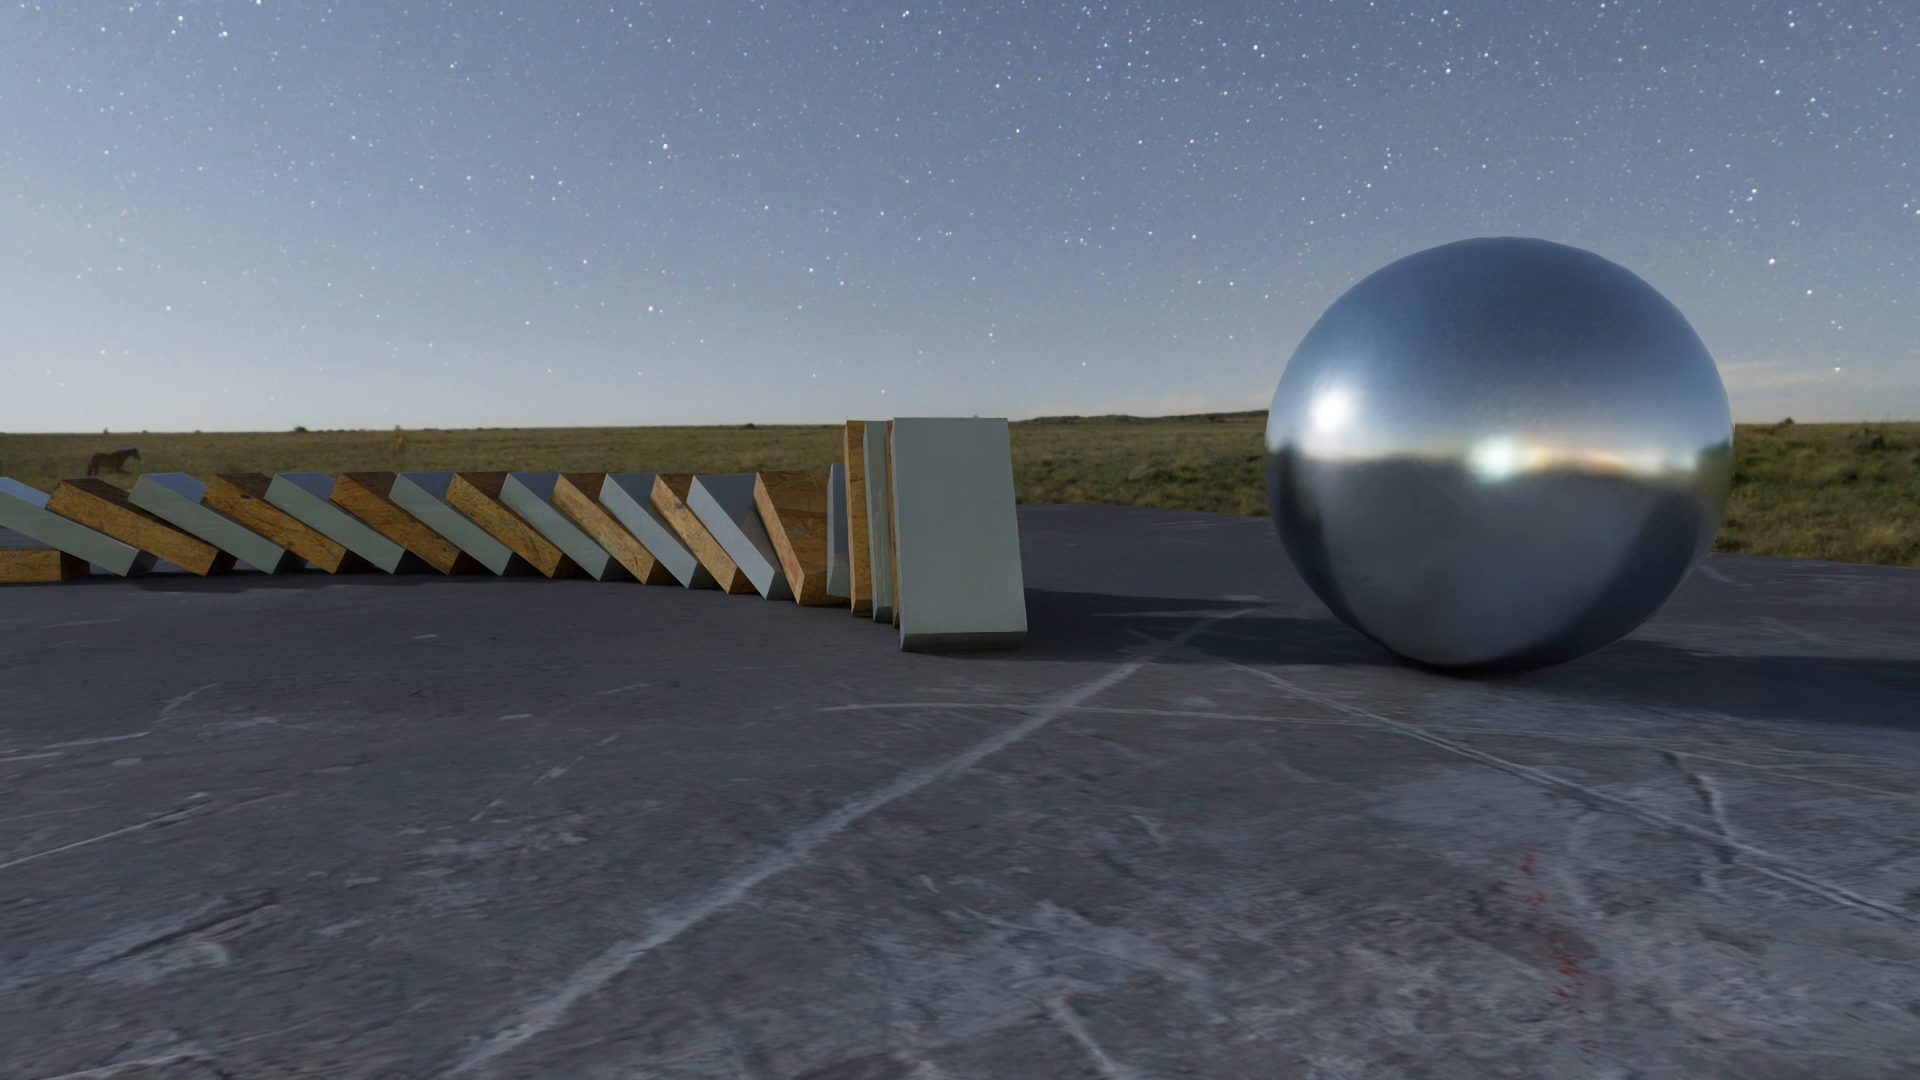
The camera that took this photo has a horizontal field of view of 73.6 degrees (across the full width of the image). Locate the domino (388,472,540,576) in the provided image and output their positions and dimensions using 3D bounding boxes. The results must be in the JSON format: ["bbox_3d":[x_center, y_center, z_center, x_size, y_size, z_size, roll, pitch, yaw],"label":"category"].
[{"bbox_3d":[-0.162,-0.006,0.427,0.050,0.009,0.025,32,13,13],"label":"domino"}]

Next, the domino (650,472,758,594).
[{"bbox_3d":[-0.070,-0.003,0.385,0.025,0.010,0.050,-4,36,-43],"label":"domino"}]

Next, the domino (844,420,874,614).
[{"bbox_3d":[-0.016,-0.006,0.326,0.025,0.050,0.009,0,-25,-11],"label":"domino"}]

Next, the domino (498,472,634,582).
[{"bbox_3d":[-0.123,-0.005,0.416,0.050,0.009,0.025,35,19,22],"label":"domino"}]

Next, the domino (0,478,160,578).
[{"bbox_3d":[-0.285,-0.004,0.409,0.050,0.010,0.025,27,-4,-15],"label":"domino"}]

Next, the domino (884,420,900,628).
[{"bbox_3d":[-0.004,-0.004,0.305,0.025,0.050,0.009,-1,-25,-8],"label":"domino"}]

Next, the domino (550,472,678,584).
[{"bbox_3d":[-0.104,-0.005,0.407,0.050,0.009,0.025,37,23,27],"label":"domino"}]

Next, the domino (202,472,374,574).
[{"bbox_3d":[-0.223,-0.006,0.430,0.050,0.009,0.025,29,5,1],"label":"domino"}]

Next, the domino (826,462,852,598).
[{"bbox_3d":[-0.023,-0.002,0.348,0.025,0.009,0.050,9,33,-12],"label":"domino"}]

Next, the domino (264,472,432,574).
[{"bbox_3d":[-0.203,-0.006,0.430,0.050,0.010,0.025,30,7,3],"label":"domino"}]

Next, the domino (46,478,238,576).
[{"bbox_3d":[-0.264,-0.004,0.418,0.050,0.010,0.025,27,-2,-12],"label":"domino"}]

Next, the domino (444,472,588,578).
[{"bbox_3d":[-0.142,-0.006,0.422,0.050,0.009,0.025,33,16,18],"label":"domino"}]

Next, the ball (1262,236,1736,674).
[{"bbox_3d":[0.097,-0.015,0.238,0.080,0.080,0.080,0,4,0],"label":"ball"}]

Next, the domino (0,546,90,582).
[{"bbox_3d":[-0.306,0.008,0.403,0.050,0.009,0.025,-1,4,-17],"label":"domino"}]

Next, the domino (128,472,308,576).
[{"bbox_3d":[-0.243,-0.006,0.425,0.050,0.009,0.025,29,2,-6],"label":"domino"}]

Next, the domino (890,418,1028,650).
[{"bbox_3d":[-0.001,-0.002,0.273,0.025,0.050,0.009,-1,-25,-8],"label":"domino"}]

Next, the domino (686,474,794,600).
[{"bbox_3d":[-0.056,-0.002,0.371,0.025,0.009,0.050,-4,36,-41],"label":"domino"}]

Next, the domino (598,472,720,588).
[{"bbox_3d":[-0.087,-0.004,0.397,0.050,0.010,0.025,39,26,31],"label":"domino"}]

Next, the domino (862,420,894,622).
[{"bbox_3d":[-0.010,-0.005,0.316,0.025,0.050,0.010,-1,-25,-10],"label":"domino"}]

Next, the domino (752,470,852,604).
[{"bbox_3d":[-0.039,-0.002,0.358,0.025,0.010,0.050,-1,36,-25],"label":"domino"}]

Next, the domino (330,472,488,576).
[{"bbox_3d":[-0.182,-0.006,0.430,0.050,0.009,0.025,31,10,9],"label":"domino"}]
